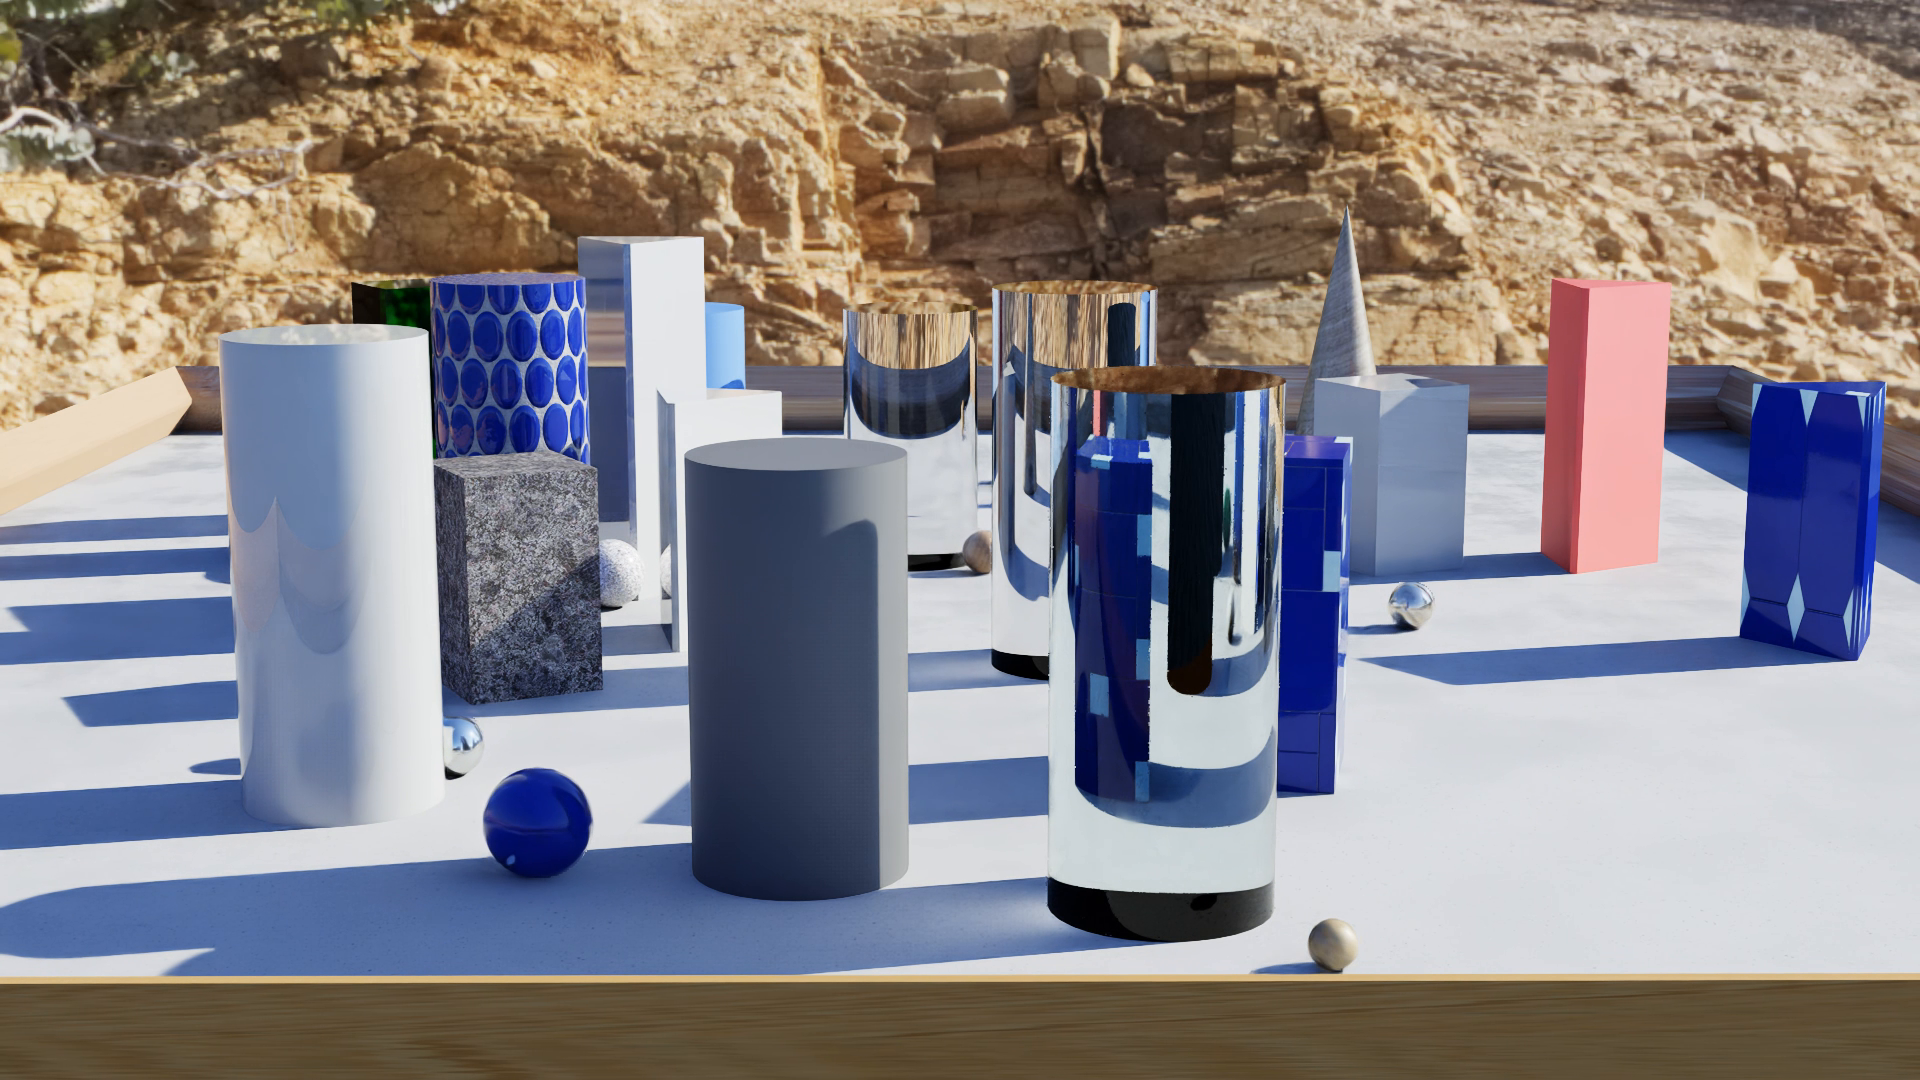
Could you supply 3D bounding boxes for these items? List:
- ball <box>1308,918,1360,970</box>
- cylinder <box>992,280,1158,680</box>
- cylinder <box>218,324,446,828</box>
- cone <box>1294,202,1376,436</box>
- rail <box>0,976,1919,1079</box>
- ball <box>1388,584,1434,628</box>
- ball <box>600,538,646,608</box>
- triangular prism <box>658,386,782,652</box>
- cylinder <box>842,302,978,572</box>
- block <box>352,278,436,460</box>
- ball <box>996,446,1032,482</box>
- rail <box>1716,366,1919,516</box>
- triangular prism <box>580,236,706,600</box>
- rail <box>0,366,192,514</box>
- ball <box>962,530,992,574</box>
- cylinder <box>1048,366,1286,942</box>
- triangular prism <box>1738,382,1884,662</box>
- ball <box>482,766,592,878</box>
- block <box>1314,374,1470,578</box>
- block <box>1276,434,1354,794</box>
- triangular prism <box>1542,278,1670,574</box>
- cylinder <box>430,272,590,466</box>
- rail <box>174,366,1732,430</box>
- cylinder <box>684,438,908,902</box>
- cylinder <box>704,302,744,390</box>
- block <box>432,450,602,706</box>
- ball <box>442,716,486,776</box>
[{"bbox_3d":[0.304,0.330,2.092,0.042,0.042,0.042,0,10,0],"label":"ball"},{"bbox_3d":[0.138,-0.076,3.128,0.199,0.463,0.199,0,10,0],"label":"cylinder"},{"bbox_3d":[-0.619,0.030,2.540,0.199,0.469,0.199,0,10,0],"label":"cylinder"},{"bbox_3d":[0.657,-0.328,4.398,0.199,0.497,0.199,0,10,0],"label":"cone"},{"bbox_3d":[0.010,0.350,1.738,3.144,0.129,0.045,0,10,0],"label":"rail"},{"bbox_3d":[0.589,0.087,3.359,0.059,0.059,0.059,0,10,0],"label":"ball"},{"bbox_3d":[-0.475,0.045,3.488,0.094,0.094,0.094,0,10,0],"label":"ball"},{"bbox_3d":[-0.342,-0.034,3.309,0.173,0.315,0.149,-9,14,-41],"label":"triangular prism"},{"bbox_3d":[-0.073,-0.157,3.805,0.199,0.376,0.199,0,10,0],"label":"cylinder"},{"bbox_3d":[-0.876,-0.226,4.162,0.159,0.381,0.159,-6,12,-31],"label":"block"},{"bbox_3d":[0.095,-0.135,4.548,0.062,0.062,0.062,0,10,0],"label":"ball"},{"bbox_3d":[1.548,0.032,3.457,0.045,0.129,3.528,0,10,0],"label":"rail"},{"bbox_3d":[-0.469,-0.177,3.602,0.149,0.490,0.173,6,12,30],"label":"triangular prism"},{"bbox_3d":[-1.548,0.035,3.440,0.045,0.129,3.528,0,10,0],"label":"rail"},{"bbox_3d":[0.035,0.017,3.725,0.063,0.063,0.063,0,10,0],"label":"ball"},{"bbox_3d":[0.176,0.092,2.215,0.199,0.464,0.199,0,10,0],"label":"cylinder"},{"bbox_3d":[1.118,-0.032,3.260,0.149,0.329,0.173,-7,13,-35],"label":"triangular prism"},{"bbox_3d":[-0.384,0.256,2.331,0.100,0.100,0.100,0,10,0],"label":"ball"},{"bbox_3d":[0.632,-0.099,3.783,0.159,0.270,0.159,-5,12,-27],"label":"block"},{"bbox_3d":[0.317,0.072,2.659,0.159,0.343,0.159,2,11,12],"label":"block"},{"bbox_3d":[0.923,-0.174,3.794,0.173,0.414,0.149,-7,12,-32],"label":"triangular prism"},{"bbox_3d":[-0.585,-0.115,3.360,0.199,0.455,0.199,0,10,0],"label":"cylinder"},{"bbox_3d":[-0.010,-0.283,5.160,3.144,0.129,0.045,0,10,0],"label":"rail"},{"bbox_3d":[-0.147,0.112,2.328,0.199,0.385,0.199,0,10,0],"label":"cylinder"},{"bbox_3d":[-0.421,-0.162,3.847,0.199,0.371,0.199,0,10,0],"label":"cylinder"},{"bbox_3d":[-0.530,0.041,3.042,0.159,0.265,0.159,-6,12,-27],"label":"block"},{"bbox_3d":[-0.525,0.213,2.665,0.062,0.062,0.062,0,10,0],"label":"ball"}]
